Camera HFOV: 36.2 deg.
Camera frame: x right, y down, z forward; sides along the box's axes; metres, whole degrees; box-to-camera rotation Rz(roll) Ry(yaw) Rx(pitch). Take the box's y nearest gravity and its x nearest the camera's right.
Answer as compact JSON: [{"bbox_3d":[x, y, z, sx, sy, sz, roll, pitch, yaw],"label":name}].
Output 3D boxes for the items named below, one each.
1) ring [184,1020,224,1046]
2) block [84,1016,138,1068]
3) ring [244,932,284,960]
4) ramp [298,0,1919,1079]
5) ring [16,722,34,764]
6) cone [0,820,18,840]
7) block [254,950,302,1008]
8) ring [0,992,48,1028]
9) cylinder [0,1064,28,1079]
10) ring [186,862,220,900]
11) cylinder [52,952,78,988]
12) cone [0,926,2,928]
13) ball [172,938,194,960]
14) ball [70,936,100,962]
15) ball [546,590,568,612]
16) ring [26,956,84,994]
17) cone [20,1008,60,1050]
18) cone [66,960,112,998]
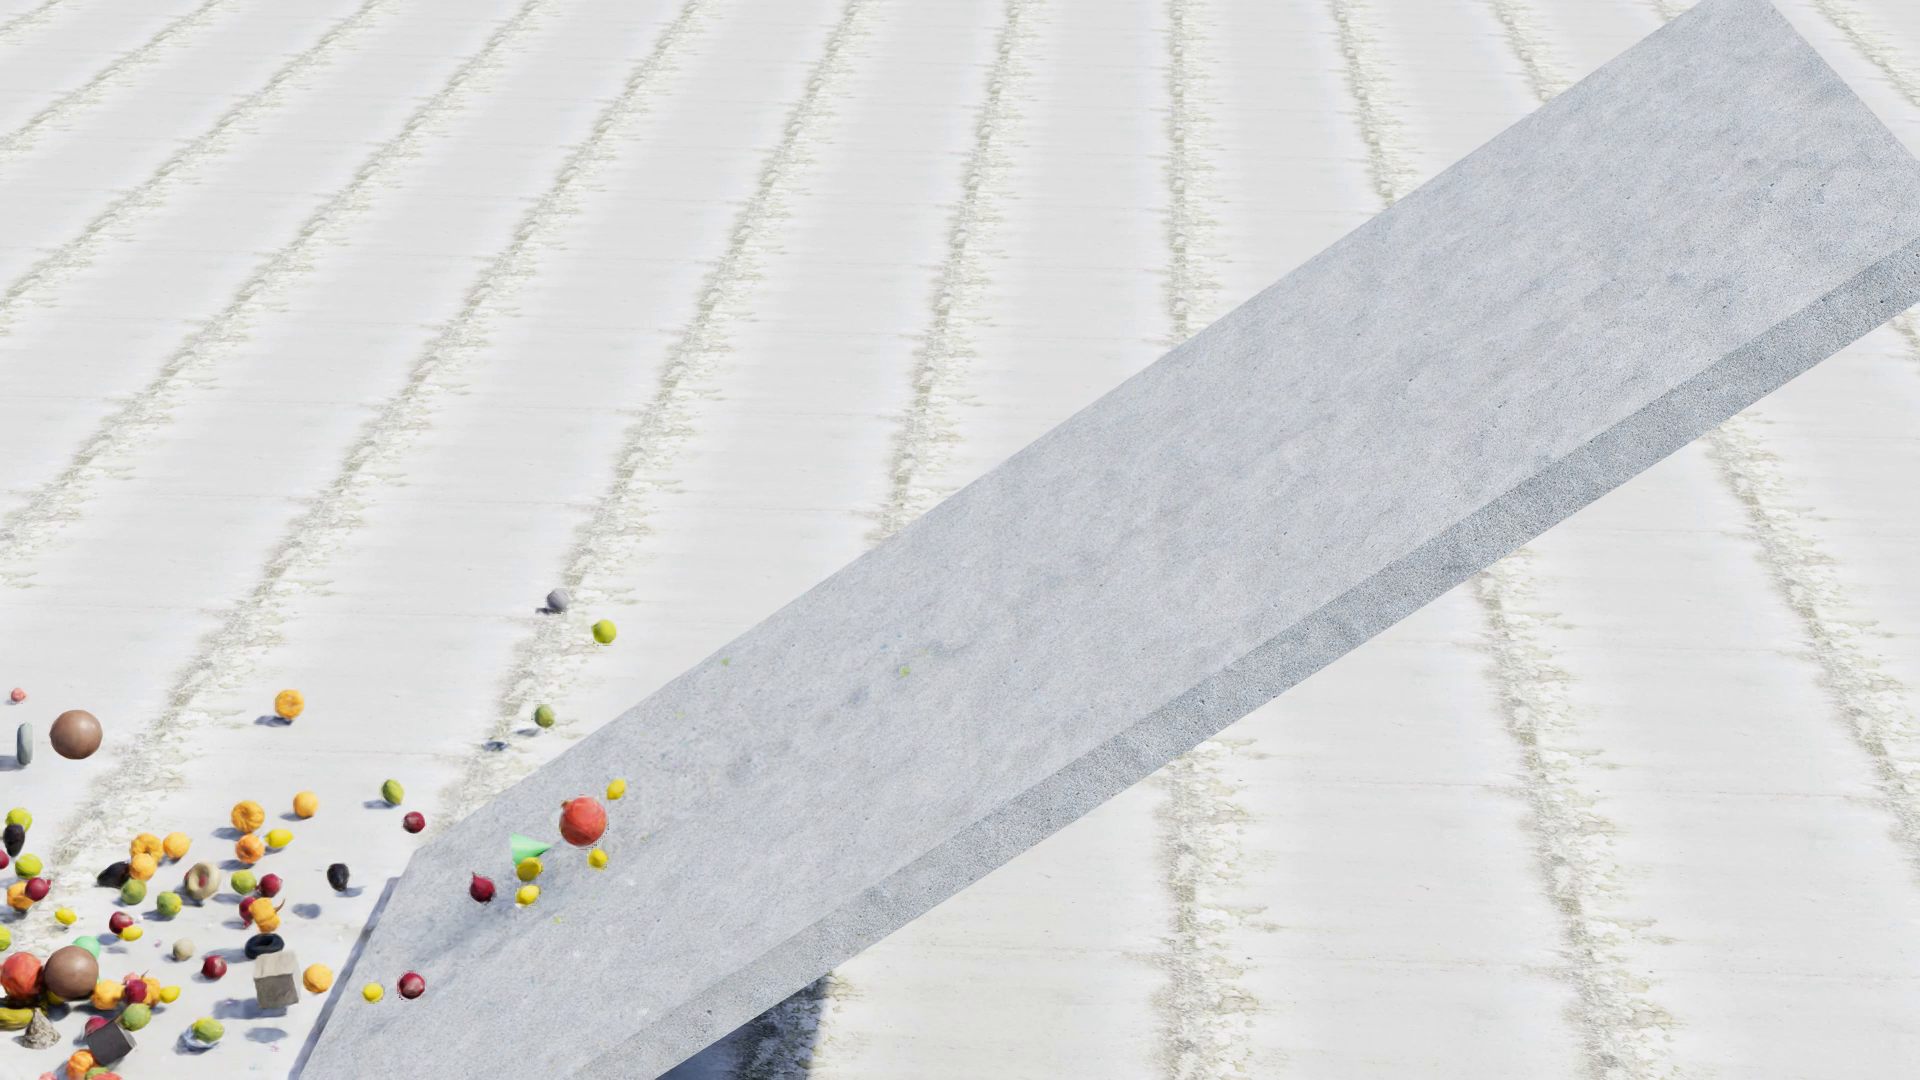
[{"bbox_3d":[-1.809,1.181,7.043,0.095,0.032,0.095,0,21,0],"label":"ring"},{"bbox_3d":[-1.991,1.177,6.898,0.081,0.081,0.081,-32,3,-7],"label":"block"},{"bbox_3d":[-1.757,1.026,7.426,0.101,0.034,0.101,-2,25,1],"label":"ring"},{"bbox_3d":[0.133,0.176,6.313,4.000,0.100,2.000,-33,16,16],"label":"ramp"},{"bbox_3d":[-2.670,0.581,8.402,0.040,0.120,0.120,2,20,-21],"label":"ring"},{"bbox_3d":[-2.589,0.797,7.996,0.061,0.061,0.061,20,18,-15],"label":"cone"},{"bbox_3d":[-1.656,1.066,7.140,0.093,0.093,0.093,-8,29,-3],"label":"block"},{"bbox_3d":[-2.280,1.139,7.132,0.131,0.044,0.131,-1,21,0],"label":"ring"},{"bbox_3d":[-2.184,1.266,6.744,0.098,0.098,0.098,-19,29,-39],"label":"cylinder"},{"bbox_3d":[-1.970,0.887,7.657,0.104,0.104,0.035,14,-12,32],"label":"ring"},{"bbox_3d":[-2.195,1.053,7.211,0.063,0.063,0.063,9,49,-10],"label":"cylinder"},{"bbox_3d":[-2.464,0.991,7.499,0.060,0.060,0.060,11,9,25],"label":"cone"},{"bbox_3d":[-1.953,1.028,7.396,0.054,0.054,0.054,0,22,0],"label":"ball"},{"bbox_3d":[-2.191,1.028,7.371,0.072,0.072,0.072,0,22,0],"label":"ball"},{"bbox_3d":[-1.292,0.194,9.442,0.071,0.071,0.071,0,22,0],"label":"ball"},{"bbox_3d":[-2.236,1.075,7.285,0.146,0.049,0.146,-1,21,0],"label":"ring"},{"bbox_3d":[-2.202,1.155,7.028,0.092,0.092,0.092,0,22,0],"label":"cone"},{"bbox_3d":[-2.123,1.099,7.224,0.099,0.099,0.099,29,27,4],"label":"cone"}]
